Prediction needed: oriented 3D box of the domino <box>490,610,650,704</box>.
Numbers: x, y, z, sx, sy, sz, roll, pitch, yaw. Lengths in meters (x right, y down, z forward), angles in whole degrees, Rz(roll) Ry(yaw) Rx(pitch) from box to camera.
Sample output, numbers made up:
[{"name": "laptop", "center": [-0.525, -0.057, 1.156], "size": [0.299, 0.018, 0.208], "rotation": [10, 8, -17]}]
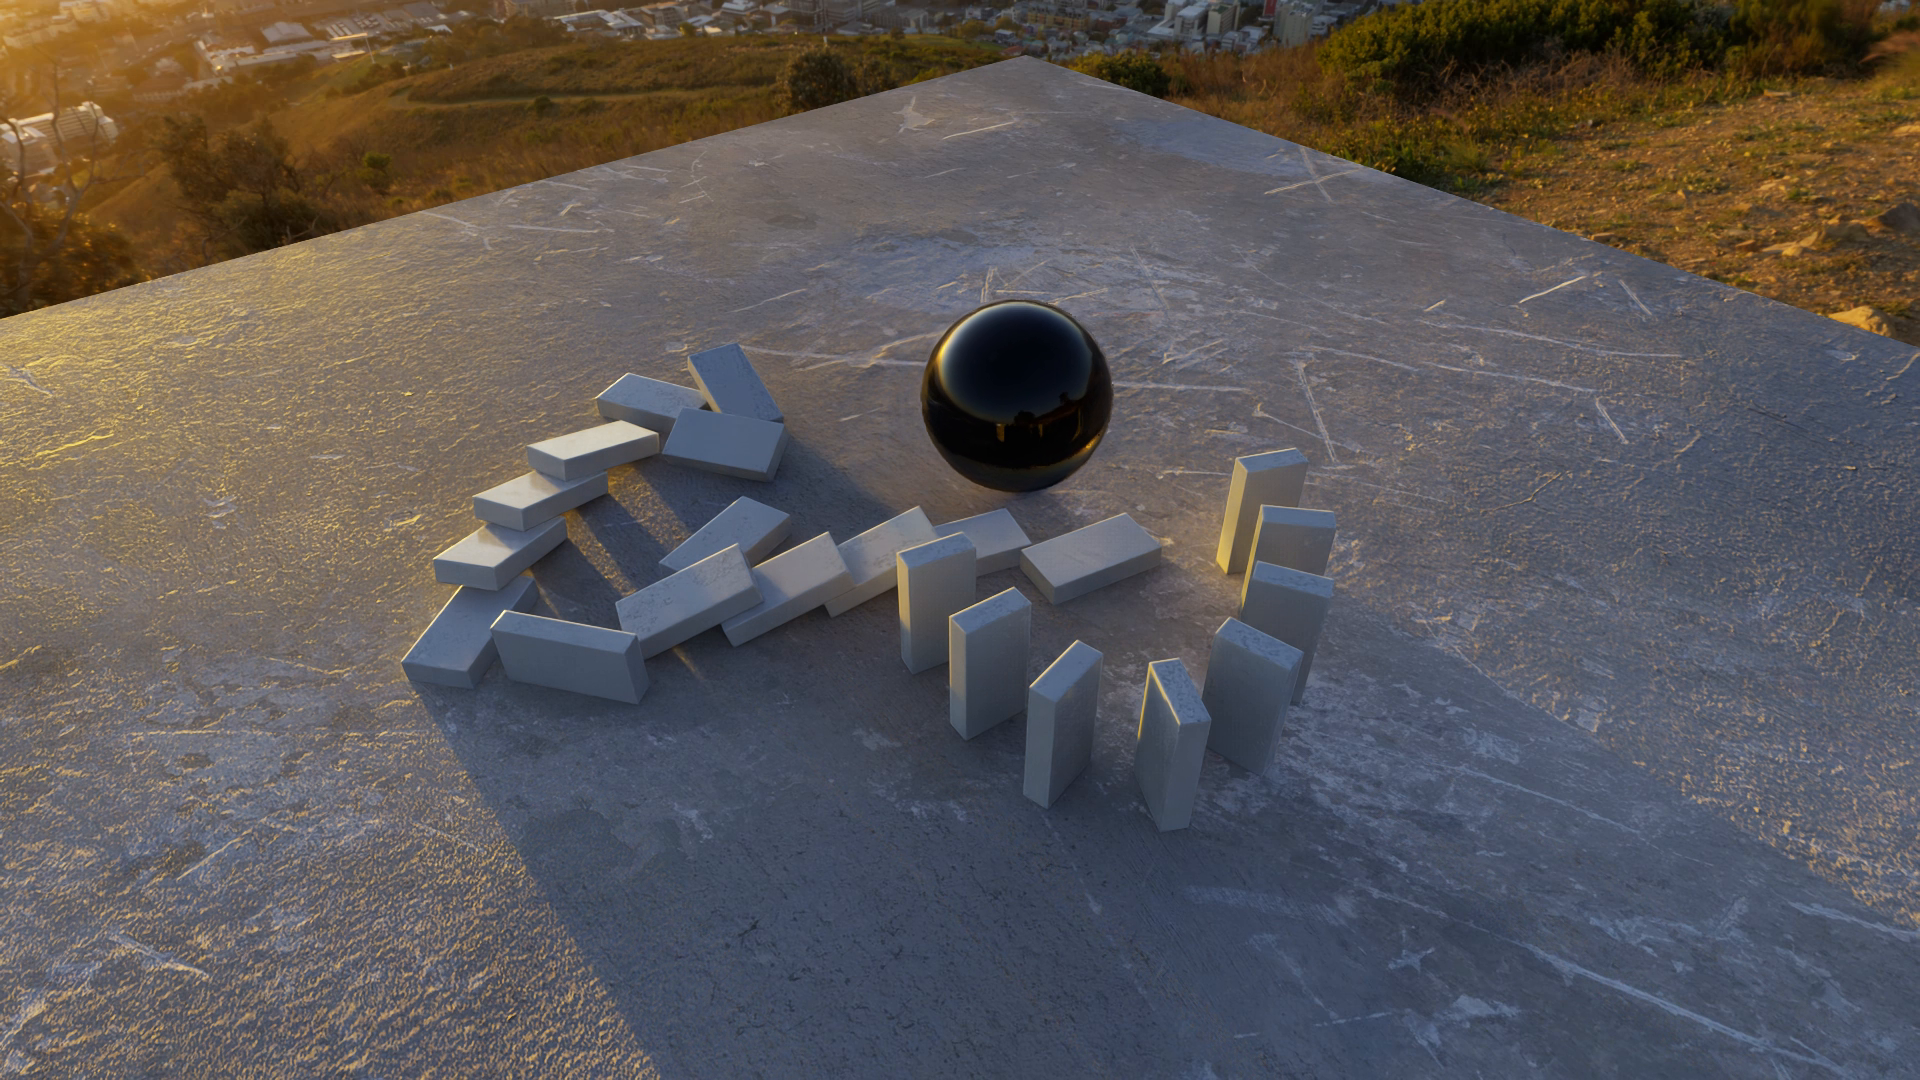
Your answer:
[{"name": "domino", "center": [-0.135, 0.041, 0.382], "size": [0.050, 0.025, 0.009], "rotation": [9, 40, 11]}]

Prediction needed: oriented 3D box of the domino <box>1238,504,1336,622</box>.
[{"name": "domino", "center": [0.118, 0.011, 0.398], "size": [0.025, 0.050, 0.009], "rotation": [6, 40, 7]}]

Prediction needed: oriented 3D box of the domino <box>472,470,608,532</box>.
[{"name": "domino", "center": [-0.173, -0.019, 0.456], "size": [0.025, 0.009, 0.050], "rotation": [14, 26, 20]}]

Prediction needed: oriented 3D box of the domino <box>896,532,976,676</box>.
[{"name": "domino", "center": [-0.008, 0.023, 0.384], "size": [0.025, 0.050, 0.009], "rotation": [-18, 43, -21]}]

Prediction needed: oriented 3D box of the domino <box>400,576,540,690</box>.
[{"name": "domino", "center": [-0.179, 0.032, 0.404], "size": [0.025, 0.010, 0.050], "rotation": [7, 40, 8]}]

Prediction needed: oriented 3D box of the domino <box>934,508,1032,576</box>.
[{"name": "domino", "center": [0.001, 0.004, 0.439], "size": [0.050, 0.009, 0.025], "rotation": [-15, 42, -17]}]

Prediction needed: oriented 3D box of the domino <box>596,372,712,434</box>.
[{"name": "domino", "center": [-0.144, -0.064, 0.522], "size": [0.050, 0.009, 0.025], "rotation": [15, 42, 18]}]

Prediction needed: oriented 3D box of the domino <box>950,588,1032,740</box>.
[{"name": "domino", "center": [0.010, 0.041, 0.361], "size": [0.025, 0.050, 0.009], "rotation": [-23, 45, -25]}]

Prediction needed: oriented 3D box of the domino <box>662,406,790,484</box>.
[{"name": "domino", "center": [-0.104, -0.042, 0.488], "size": [0.050, 0.010, 0.025], "rotation": [11, 66, 13]}]

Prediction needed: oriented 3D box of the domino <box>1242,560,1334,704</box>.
[{"name": "domino", "center": [0.108, 0.032, 0.373], "size": [0.025, 0.050, 0.010], "rotation": [15, 42, 17]}]

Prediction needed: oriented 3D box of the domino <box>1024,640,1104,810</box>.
[{"name": "domino", "center": [0.032, 0.058, 0.341], "size": [0.010, 0.050, 0.025], "rotation": [27, 46, 29]}]

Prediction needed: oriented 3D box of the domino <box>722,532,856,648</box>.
[{"name": "domino", "center": [-0.067, 0.018, 0.411], "size": [0.050, 0.010, 0.025], "rotation": [-26, 44, -7]}]

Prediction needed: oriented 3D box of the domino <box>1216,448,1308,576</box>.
[{"name": "domino", "center": [0.116, -0.010, 0.424], "size": [0.025, 0.050, 0.010], "rotation": [-10, 40, -12]}]

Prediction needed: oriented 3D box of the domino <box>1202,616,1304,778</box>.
[{"name": "domino", "center": [0.091, 0.050, 0.350], "size": [0.025, 0.050, 0.010], "rotation": [27, 46, 29]}]

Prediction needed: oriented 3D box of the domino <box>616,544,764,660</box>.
[{"name": "domino", "center": [-0.100, 0.023, 0.404], "size": [0.050, 0.010, 0.025], "rotation": [-26, 46, -5]}]

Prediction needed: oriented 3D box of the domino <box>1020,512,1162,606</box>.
[{"name": "domino", "center": [0.052, 0.007, 0.435], "size": [0.050, 0.010, 0.025], "rotation": [-19, 43, -22]}]

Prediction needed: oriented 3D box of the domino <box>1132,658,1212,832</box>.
[{"name": "domino", "center": [0.064, 0.063, 0.335], "size": [0.009, 0.050, 0.025], "rotation": [-8, 40, -10]}]

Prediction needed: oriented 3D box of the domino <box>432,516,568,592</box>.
[{"name": "domino", "center": [-0.178, 0.003, 0.429], "size": [0.025, 0.010, 0.050], "rotation": [8, 25, 9]}]

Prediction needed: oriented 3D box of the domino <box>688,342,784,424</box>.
[{"name": "domino", "center": [-0.105, -0.069, 0.515], "size": [0.025, 0.009, 0.050], "rotation": [-22, 64, -25]}]

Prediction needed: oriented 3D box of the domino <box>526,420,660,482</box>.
[{"name": "domino", "center": [-0.159, -0.040, 0.480], "size": [0.025, 0.009, 0.050], "rotation": [20, 28, 30]}]

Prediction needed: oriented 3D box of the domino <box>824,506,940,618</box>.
[{"name": "domino", "center": [-0.032, 0.008, 0.423], "size": [0.050, 0.010, 0.025], "rotation": [-26, 44, -6]}]

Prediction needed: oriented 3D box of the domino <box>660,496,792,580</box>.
[{"name": "domino", "center": [-0.093, 0.003, 0.440], "size": [0.025, 0.009, 0.050], "rotation": [21, 44, 24]}]

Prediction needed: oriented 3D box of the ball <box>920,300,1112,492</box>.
[{"name": "ball", "center": [0.024, -0.060, 0.461], "size": [0.080, 0.080, 0.080], "rotation": [0, 39, 0]}]
